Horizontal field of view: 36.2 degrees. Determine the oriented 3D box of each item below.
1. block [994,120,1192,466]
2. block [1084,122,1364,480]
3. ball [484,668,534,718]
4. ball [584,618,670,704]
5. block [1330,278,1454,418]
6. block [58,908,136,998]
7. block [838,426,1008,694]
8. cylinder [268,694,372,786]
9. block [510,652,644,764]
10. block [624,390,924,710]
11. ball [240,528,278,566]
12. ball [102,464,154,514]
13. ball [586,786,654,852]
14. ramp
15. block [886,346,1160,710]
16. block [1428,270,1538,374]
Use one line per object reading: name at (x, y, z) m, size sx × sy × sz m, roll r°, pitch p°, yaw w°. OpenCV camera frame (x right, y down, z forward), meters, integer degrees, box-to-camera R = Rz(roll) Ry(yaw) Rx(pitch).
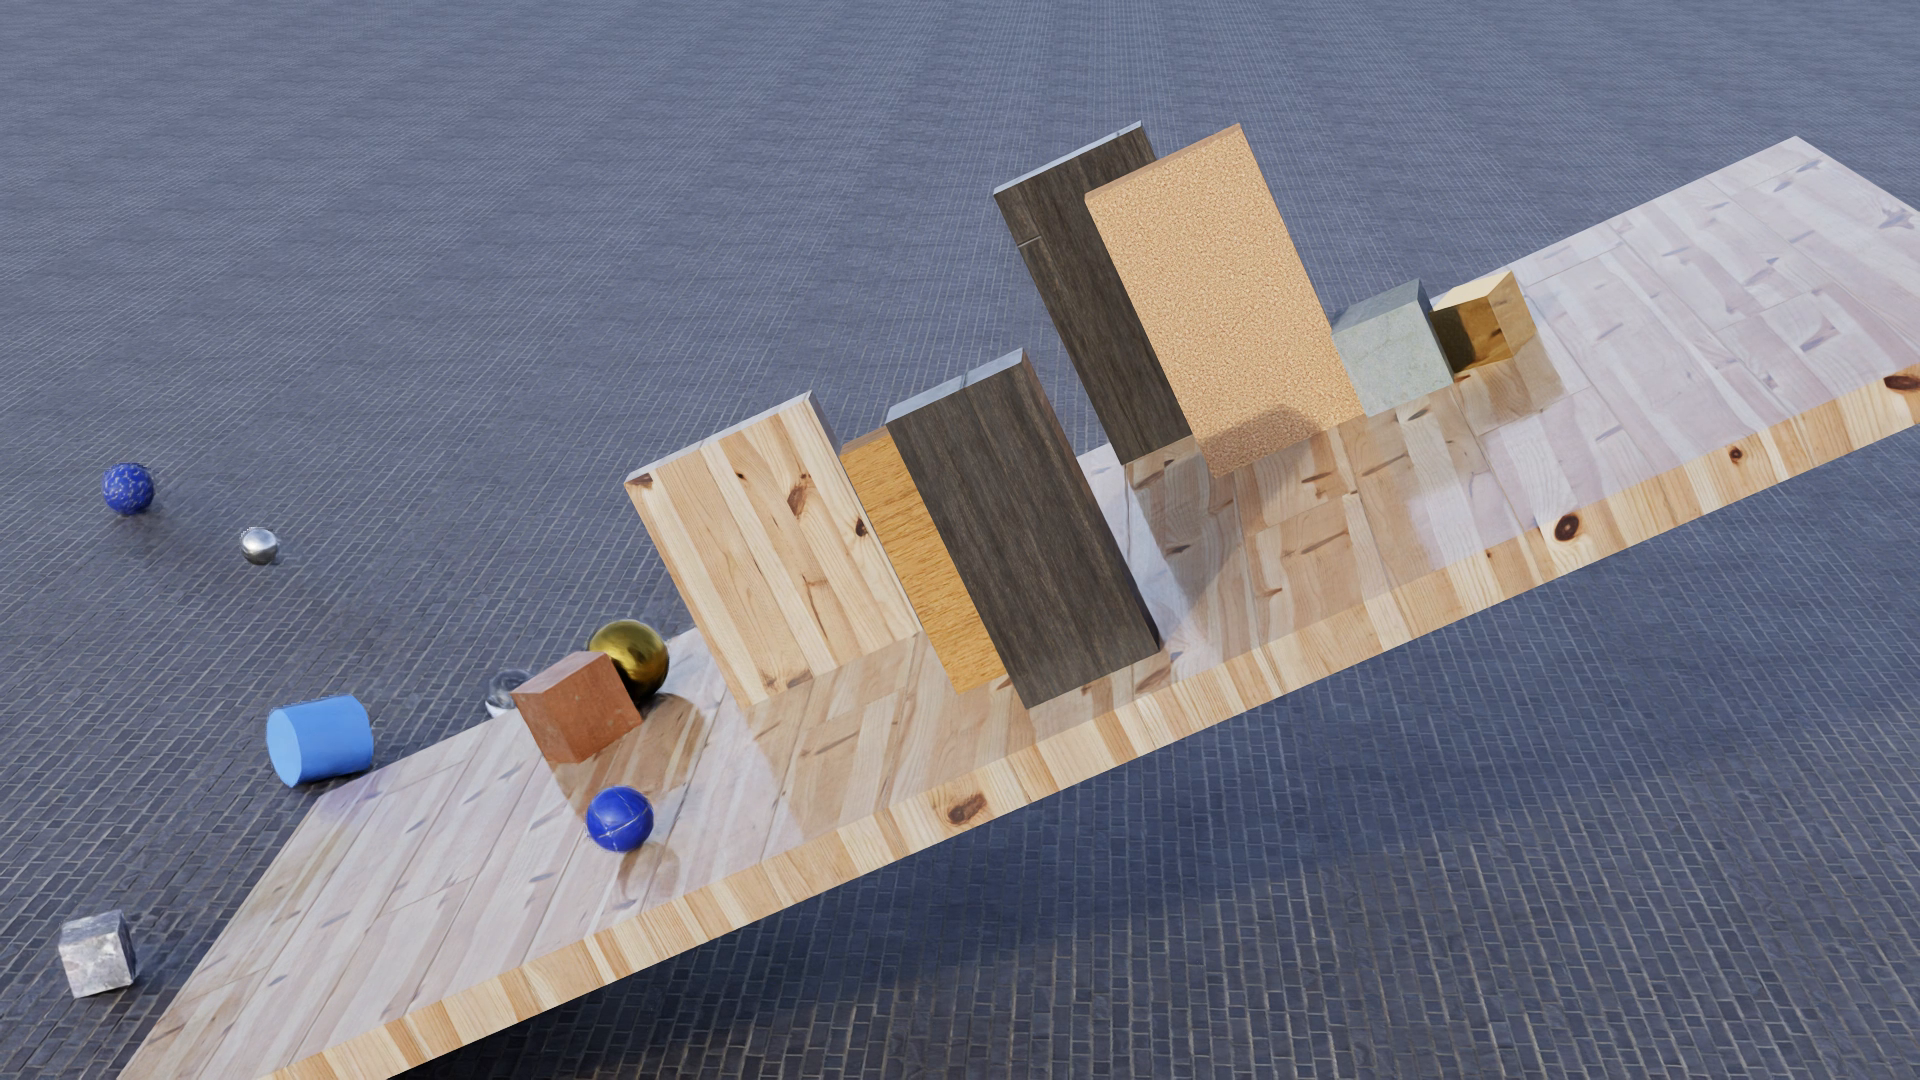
block at (0.399, -0.572, 6.860) m, size 0.374 × 0.708 × 0.097 m, roll -24°, pitch 13°, yaw 9°
block at (0.577, -0.514, 6.370) m, size 0.365 × 0.675 × 0.097 m, roll -24°, pitch 13°, yaw 9°
ball at (-1.265, 0.444, 8.330) m, size 0.162 × 0.162 × 0.162 m, roll 0°, pitch 16°, yaw 0°
ball at (-0.783, 0.286, 6.906) m, size 0.201 × 0.201 × 0.201 m, roll 0°, pitch 16°, yaw 0°
block at (0.938, -0.417, 6.364) m, size 0.199 × 0.199 × 0.199 m, roll -22°, pitch 14°, yaw 17°
block at (-1.942, 0.931, 6.626) m, size 0.132 × 0.132 × 0.132 m, roll -14°, pitch 18°, yaw -8°
block at (0.011, 0.002, 5.765) m, size 0.284 × 0.533 × 0.101 m, roll -24°, pitch 13°, yaw 9°
cylinder at (-1.721, 0.539, 7.910) m, size 0.208 × 0.208 × 0.208 m, roll -12°, pitch 20°, yaw -36°
block at (-0.880, 0.384, 6.746) m, size 0.185 × 0.185 × 0.185 m, roll -33°, pitch 15°, yaw -27°
block at (-0.399, 0.024, 6.386) m, size 0.444 × 0.565 × 0.093 m, roll -24°, pitch 13°, yaw 9°
ball at (-2.353, 0.023, 9.885) m, size 0.124 × 0.124 × 0.124 m, roll 0°, pitch 16°, yaw 0°
ball at (-2.969, -0.180, 10.502) m, size 0.179 × 0.179 × 0.179 m, roll 0°, pitch 16°, yaw 0°
ball at (-0.672, 0.552, 5.819) m, size 0.134 × 0.134 × 0.134 m, roll 0°, pitch 16°, yaw 0°
ramp at (0.136, 0.169, 6.282) m, size 4.000 × 0.100 × 2.000 m, roll -24°, pitch 13°, yaw 9°
block at (0.120, -0.020, 5.480) m, size 0.275 × 0.607 × 0.132 m, roll -24°, pitch 13°, yaw 9°
block at (1.125, -0.469, 6.328) m, size 0.146 × 0.146 × 0.146 m, roll -15°, pitch 17°, yaw 39°
